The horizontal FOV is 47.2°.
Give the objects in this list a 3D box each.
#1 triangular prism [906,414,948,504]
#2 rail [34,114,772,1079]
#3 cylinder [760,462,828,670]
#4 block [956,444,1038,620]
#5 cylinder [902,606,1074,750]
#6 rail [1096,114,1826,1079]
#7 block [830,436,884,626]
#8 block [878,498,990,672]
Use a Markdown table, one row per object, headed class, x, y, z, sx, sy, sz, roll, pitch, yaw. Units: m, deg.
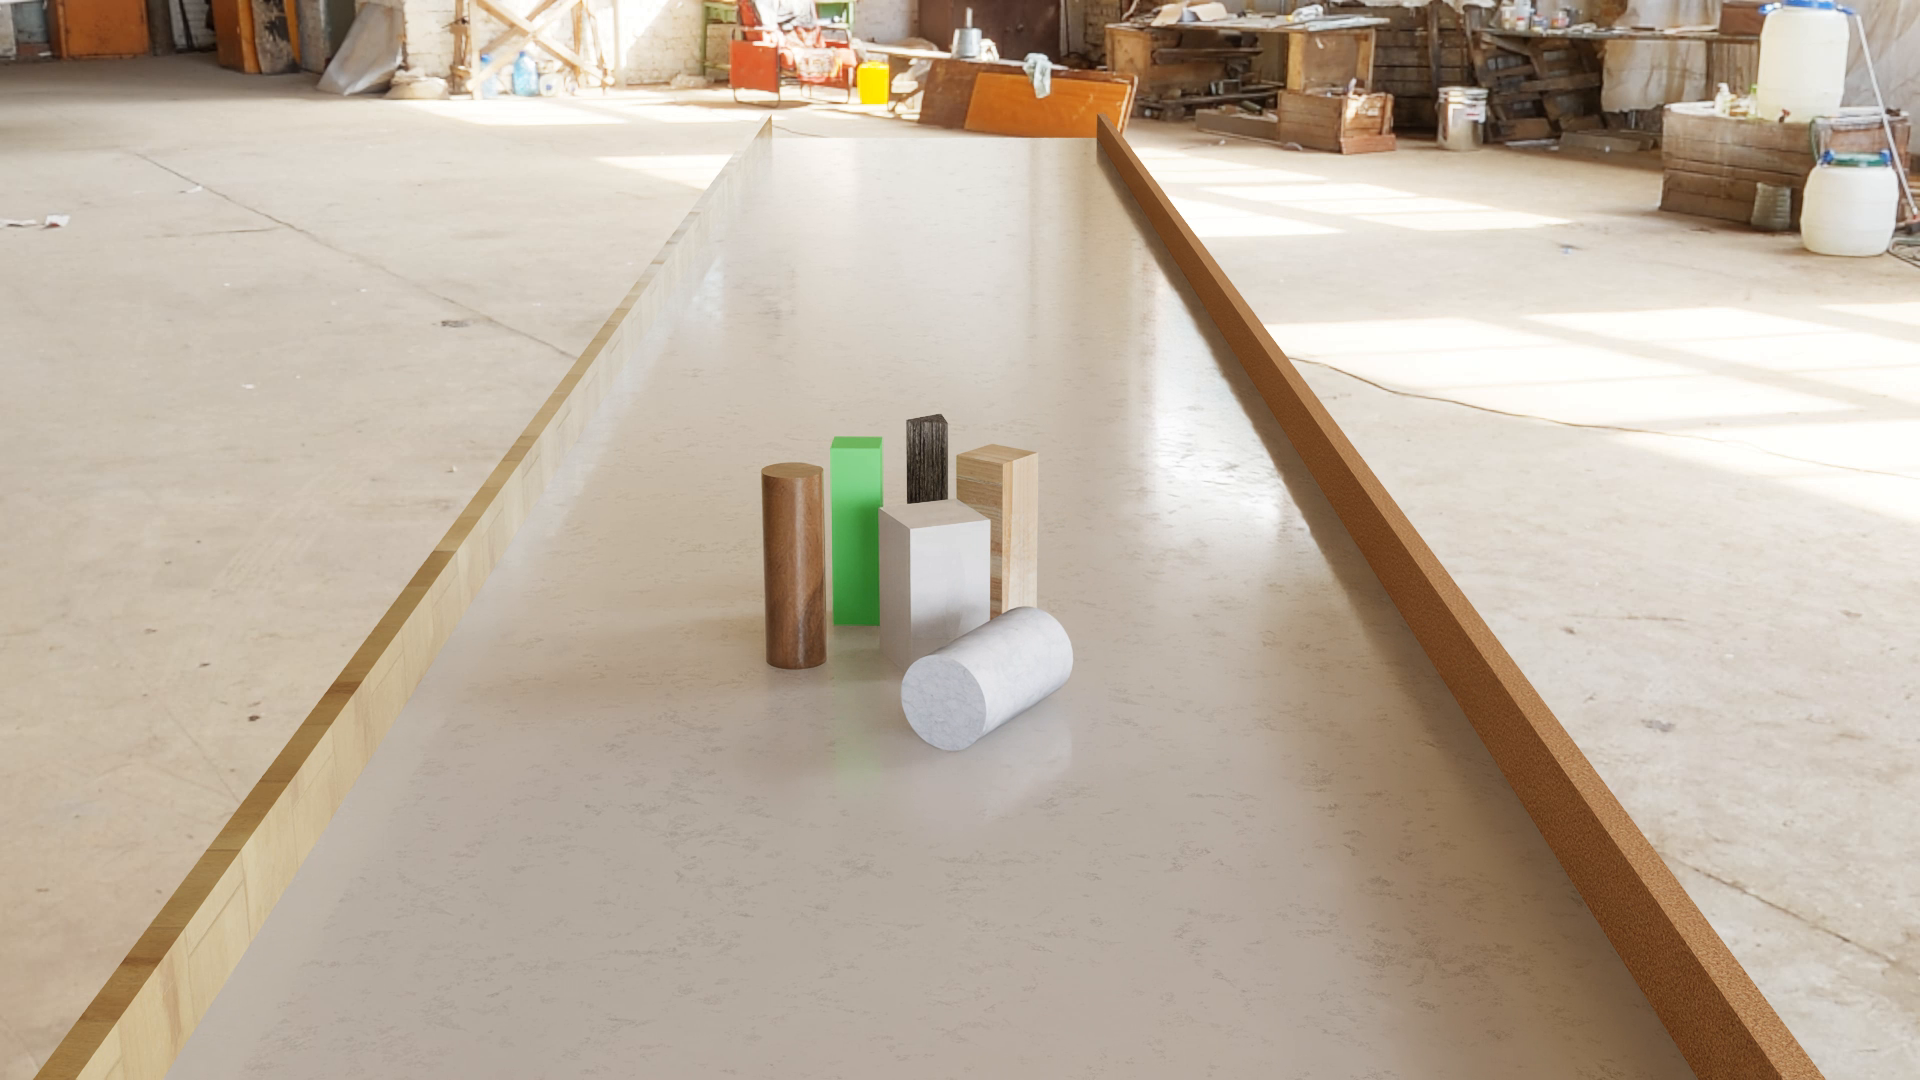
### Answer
| class | x | y | z | sx | sy | sz | roll | pitch | yaw |
| --- | --- | --- | --- | --- | --- | --- | --- | --- | --- |
| triangular prism | -0.058 | -0.094 | 4.902 | 0.096 | 0.366 | 0.084 | 6 | 18 | 20 |
| rail | -1.118 | -0.838 | 7.780 | 0.050 | 0.150 | 12.000 | 0 | 17 | -1 |
| cylinder | -0.329 | 0.051 | 4.364 | 0.123 | 0.393 | 0.123 | 0 | 17 | 0 |
| block | 0.078 | -0.009 | 4.629 | 0.122 | 0.357 | 0.122 | 13 | 21 | 36 |
| cylinder | 0.053 | 0.252 | 4.065 | 0.180 | 0.180 | 0.323 | 10 | 19 | 30 |
| rail | 0.932 | -0.844 | 7.801 | 0.050 | 0.150 | 12.000 | 0 | 17 | -1 |
| block | -0.214 | -0.019 | 4.618 | 0.101 | 0.383 | 0.101 | 0 | 17 | 2 |
| block | -0.052 | 0.093 | 4.384 | 0.169 | 0.303 | 0.169 | -7 | 18 | -22 |
